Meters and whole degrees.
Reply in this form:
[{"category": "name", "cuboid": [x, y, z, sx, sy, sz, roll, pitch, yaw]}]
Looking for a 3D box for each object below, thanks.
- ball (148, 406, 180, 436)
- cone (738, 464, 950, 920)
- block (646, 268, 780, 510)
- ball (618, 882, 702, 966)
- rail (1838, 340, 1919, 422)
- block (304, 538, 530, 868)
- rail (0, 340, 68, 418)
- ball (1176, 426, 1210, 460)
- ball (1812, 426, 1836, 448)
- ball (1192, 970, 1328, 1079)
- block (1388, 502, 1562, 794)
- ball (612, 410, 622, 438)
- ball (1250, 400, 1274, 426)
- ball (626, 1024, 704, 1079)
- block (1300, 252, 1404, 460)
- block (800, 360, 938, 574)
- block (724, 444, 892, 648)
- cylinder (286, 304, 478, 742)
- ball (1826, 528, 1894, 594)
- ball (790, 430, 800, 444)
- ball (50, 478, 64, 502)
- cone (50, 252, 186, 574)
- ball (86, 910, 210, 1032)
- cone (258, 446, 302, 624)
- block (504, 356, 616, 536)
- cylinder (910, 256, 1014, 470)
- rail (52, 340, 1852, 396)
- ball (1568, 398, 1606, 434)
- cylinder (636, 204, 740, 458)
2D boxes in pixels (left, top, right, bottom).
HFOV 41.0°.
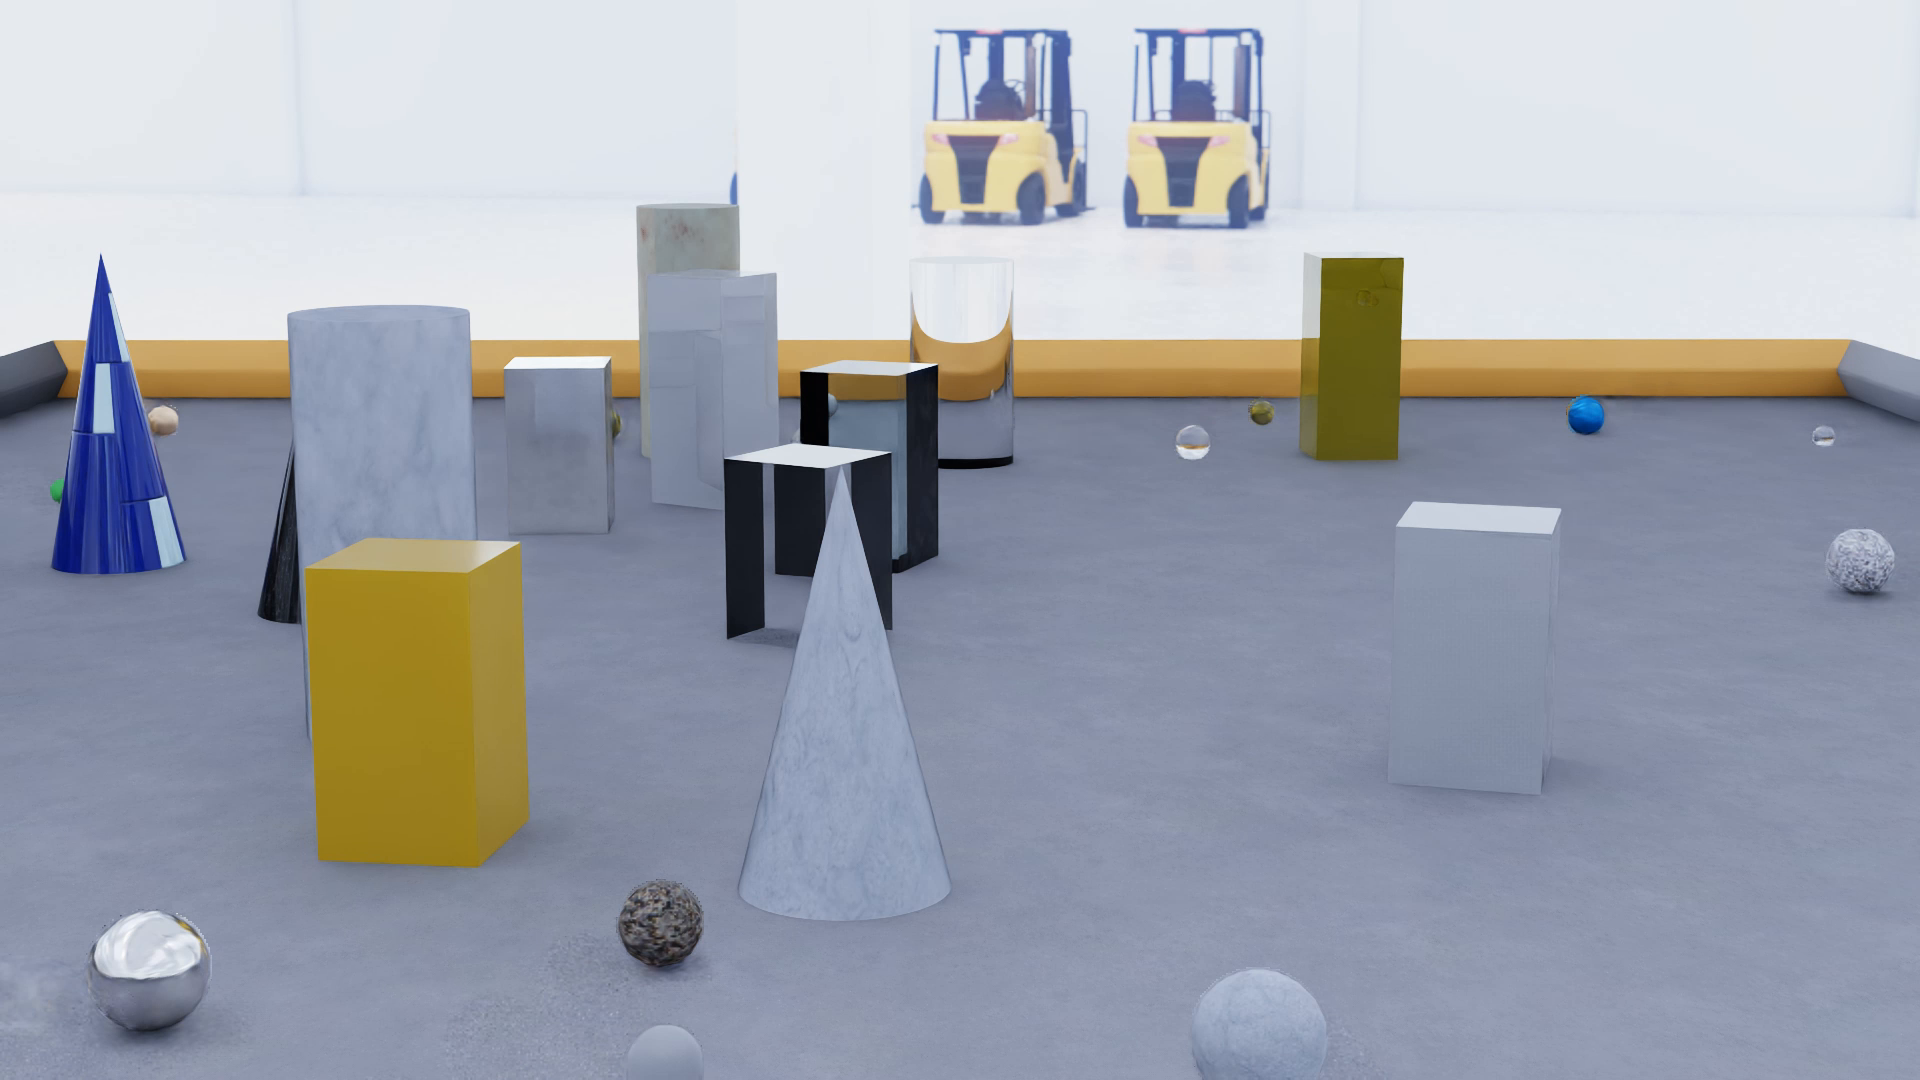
[{"category": "ball", "cuboid": [-1.573, -0.234, 5.064, 0.060, 0.060, 0.060, 0, 11, 0]}, {"category": "cone", "cuboid": [-0.103, 0.122, 2.267, 0.192, 0.383, 0.192, 0, 11, 0]}, {"category": "block", "cuboid": [-0.412, -0.256, 4.299, 0.153, 0.381, 0.153, 7, 12, 31]}, {"category": "ball", "cuboid": [-0.244, 0.314, 2.095, 0.068, 0.068, 0.068, 0, 11, 0]}, {"category": "rail", "cuboid": [1.959, 0.030, 3.460, 0.045, 0.125, 4.501, 0, 11, 0]}, {"category": "block", "cuboid": [-0.507, 0.149, 2.413, 0.153, 0.276, 0.153, 2, 11, 8]}, {"category": "rail", "cuboid": [-1.959, 0.034, 3.438, 0.045, 0.125, 4.501, 0, 11, 0]}, {"category": "ball", "cuboid": [0.431, -0.179, 4.755, 0.065, 0.065, 0.065, 0, 11, 0]}, {"category": "ball", "cuboid": [1.658, -0.199, 4.924, 0.042, 0.042, 0.042, 0, 11, 0]}, {"category": "ball", "cuboid": [0.211, 0.352, 1.813, 0.096, 0.096, 0.096, 0, 11, 0]}, {"category": "block", "cuboid": [0.533, 0.108, 2.655, 0.153, 0.268, 0.153, 3, 11, 16]}, {"category": "ball", "cuboid": [-0.692, -0.225, 4.989, 0.068, 0.068, 0.068, 0, 11, 0]}, {"category": "ball", "cuboid": [0.615, -0.259, 5.221, 0.050, 0.050, 0.050, 0, 11, 0]}, {"category": "ball", "cuboid": [-0.209, 0.372, 1.821, 0.054, 0.054, 0.054, 0, 11, 0]}, {"category": "block", "cuboid": [0.732, -0.347, 4.808, 0.153, 0.375, 0.153, -1, 11, -5]}, {"category": "block", "cuboid": [-0.132, -0.111, 3.777, 0.153, 0.287, 0.153, 4, 11, 21]}, {"category": "block", "cuboid": [-0.193, 0.007, 3.289, 0.153, 0.234, 0.153, 6, 12, 30]}, {"category": "cylinder", "cuboid": [-0.624, -0.017, 2.795, 0.192, 0.462, 0.192, 0, 11, 0]}, {"category": "ball", "cuboid": [1.251, 0.029, 3.565, 0.090, 0.090, 0.090, 0, 11, 0]}, {"category": "ball", "cuboid": [-0.289, -0.180, 4.790, 0.053, 0.053, 0.053, 0, 11, 0]}, {"category": "ball", "cuboid": [-1.501, -0.082, 4.293, 0.042, 0.042, 0.042, 0, 11, 0]}, {"category": "cone", "cuboid": [-1.243, -0.193, 3.754, 0.192, 0.458, 0.192, 0, 11, 0]}, {"category": "ball", "cuboid": [-0.618, 0.328, 1.955, 0.091, 0.091, 0.091, 0, 11, 0]}, {"category": "cone", "cuboid": [-0.850, -0.101, 3.428, 0.192, 0.396, 0.192, 0, 11, 0]}, {"category": "block", "cuboid": [-0.632, -0.151, 4.064, 0.153, 0.262, 0.153, -1, 11, -3]}, {"category": "cylinder", "cuboid": [0.003, -0.328, 4.718, 0.192, 0.371, 0.192, 0, 11, 0]}, {"category": "rail", "cuboid": [-0.013, -0.375, 5.638, 3.965, 0.125, 0.045, 0, 11, 0]}, {"category": "ball", "cuboid": [1.242, -0.245, 5.089, 0.072, 0.072, 0.072, 0, 11, 0]}, {"category": "cylinder", "cuboid": [-0.506, -0.393, 4.812, 0.192, 0.464, 0.192, 0, 11, 0]}]
